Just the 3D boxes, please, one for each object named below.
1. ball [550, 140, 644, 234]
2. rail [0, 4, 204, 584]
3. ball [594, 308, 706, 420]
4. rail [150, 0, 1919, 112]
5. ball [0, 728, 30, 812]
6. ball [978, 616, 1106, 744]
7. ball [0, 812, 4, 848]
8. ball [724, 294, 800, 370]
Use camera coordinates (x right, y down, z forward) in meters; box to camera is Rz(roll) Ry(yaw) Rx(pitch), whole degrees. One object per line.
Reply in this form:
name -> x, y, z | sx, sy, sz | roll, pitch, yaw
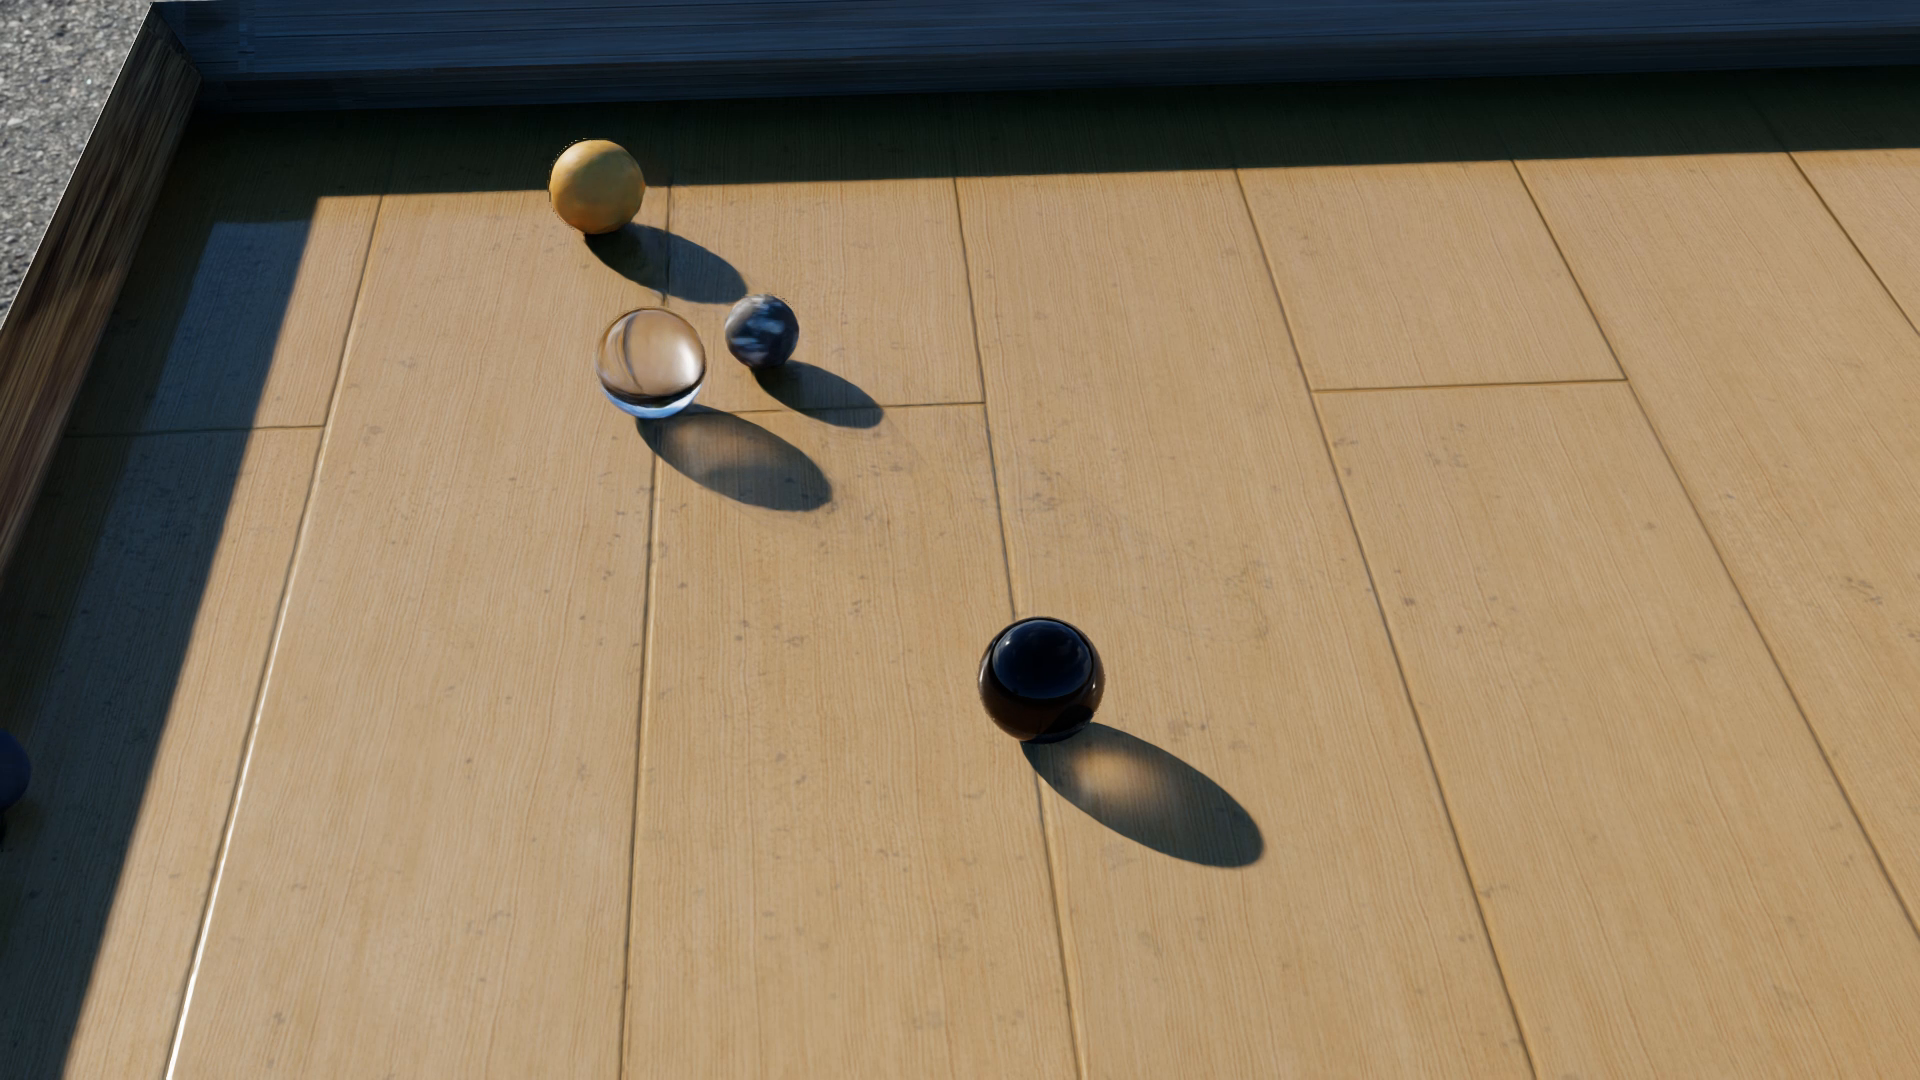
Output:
ball -> -0.306, -0.298, 2.167 | 0.080, 0.080, 0.080 | 0, 35, 0
rail -> -0.653, 0.008, 1.711 | 0.045, 0.109, 1.547 | -2, 36, -3
ball -> -0.233, -0.133, 1.931 | 0.084, 0.084, 0.084 | 0, 35, 0
rail -> 0.628, -0.478, 2.391 | 2.714, 0.109, 0.045 | -2, 36, -3
ball -> -0.598, 0.142, 1.571 | 0.055, 0.055, 0.055 | 0, 35, 0
ball -> 0.051, 0.089, 1.624 | 0.081, 0.081, 0.081 | 0, 35, 0
ball -> -0.598, 0.174, 1.526 | 0.056, 0.056, 0.056 | 0, 35, 0
ball -> -0.154, -0.162, 1.994 | 0.058, 0.058, 0.058 | 0, 35, 0
